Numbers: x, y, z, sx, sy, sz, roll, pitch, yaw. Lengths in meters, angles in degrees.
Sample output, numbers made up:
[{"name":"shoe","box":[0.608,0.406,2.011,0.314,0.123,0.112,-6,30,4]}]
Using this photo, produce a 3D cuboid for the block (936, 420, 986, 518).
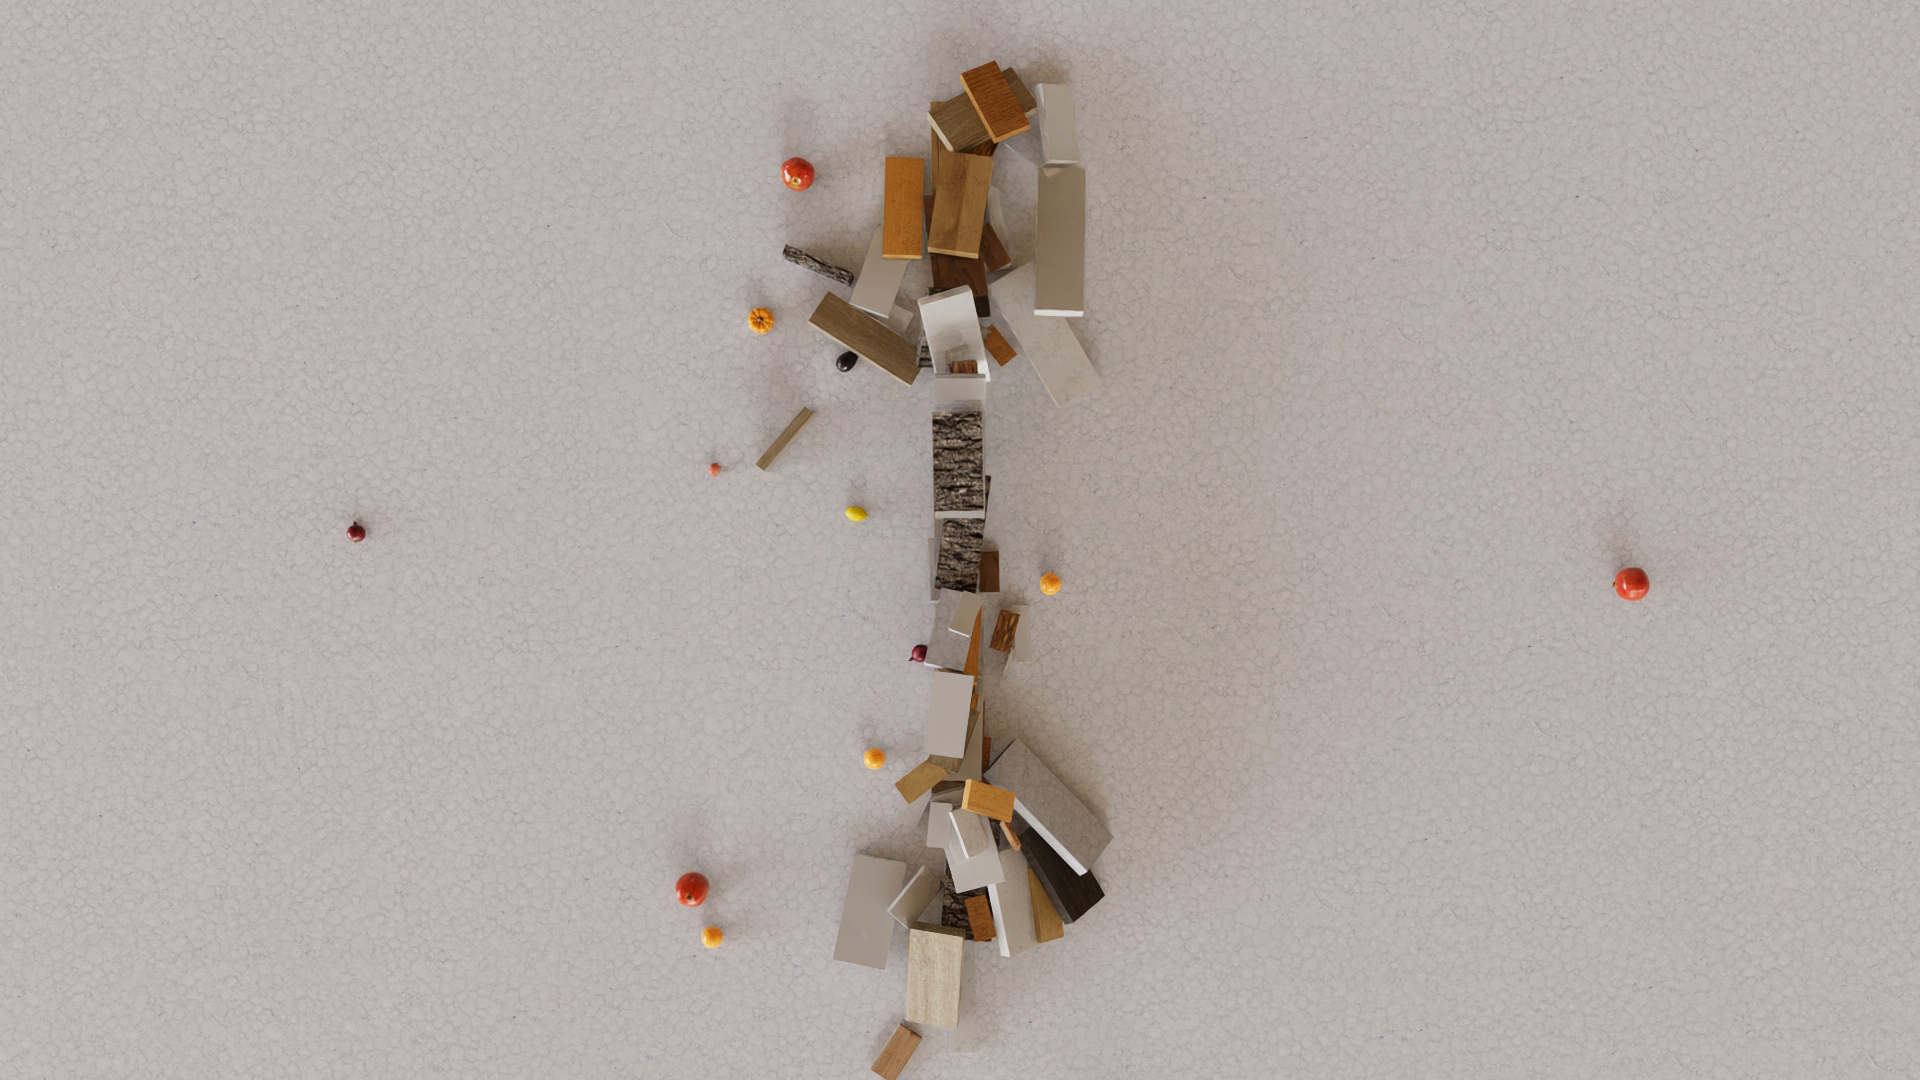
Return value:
[{"name":"block","box":[0.002,-0.228,5.271,0.157,0.044,0.314,0,93,0]}]

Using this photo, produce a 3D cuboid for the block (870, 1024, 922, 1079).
[{"name":"block","box":[-0.211,1.708,5.487,0.089,0.025,0.177,33,90,0]}]

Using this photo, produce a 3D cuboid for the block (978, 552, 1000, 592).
[{"name":"block","box":[0.097,0.106,5.490,0.067,0.019,0.135,-1,90,0]}]

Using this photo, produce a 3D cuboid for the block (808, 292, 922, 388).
[{"name":"block","box":[-0.301,-0.664,5.462,0.397,0.035,0.124,32,77,-2]}]

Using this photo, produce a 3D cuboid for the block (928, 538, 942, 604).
[{"name":"block","box":[-0.047,0.097,5.391,0.107,0.030,0.213,-3,72,-2]}]

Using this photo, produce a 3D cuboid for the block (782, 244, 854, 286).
[{"name":"block","box":[-0.467,-0.905,5.441,0.234,0.117,0.033,23,90,0]}]

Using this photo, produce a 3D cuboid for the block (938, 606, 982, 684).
[{"name":"block","box":[-0.001,0.332,5.281,0.126,0.036,0.253,4,72,0]}]

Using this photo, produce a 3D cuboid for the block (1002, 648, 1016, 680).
[{"name":"block","box":[0.161,0.412,5.474,0.015,0.053,0.105,18,90,0]}]

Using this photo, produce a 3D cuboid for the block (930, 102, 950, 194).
[{"name":"block","box":[-0.032,-1.121,5.483,0.117,0.033,0.667,-1,90,0]}]

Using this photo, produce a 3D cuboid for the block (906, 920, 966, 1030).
[{"name":"block","box":[-0.081,1.427,5.406,0.174,0.049,0.348,7,109,10]}]

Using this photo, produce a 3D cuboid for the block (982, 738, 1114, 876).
[{"name":"block","box":[0.291,0.876,5.426,0.459,0.049,0.174,46,51,0]}]

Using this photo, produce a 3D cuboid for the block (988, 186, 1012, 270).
[{"name":"block","box":[0.127,-1.026,5.438,0.035,0.124,0.248,-11,90,0]}]

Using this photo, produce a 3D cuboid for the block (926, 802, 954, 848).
[{"name":"block","box":[-0.064,0.909,5.255,0.071,0.020,0.141,4,80,8]}]

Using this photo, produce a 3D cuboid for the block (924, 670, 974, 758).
[{"name":"block","box":[-0.036,0.549,5.206,0.126,0.036,0.261,8,90,0]}]

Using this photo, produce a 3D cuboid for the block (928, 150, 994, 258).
[{"name":"block","box":[0.002,-1.086,5.339,0.165,0.047,0.330,8,81,3]}]

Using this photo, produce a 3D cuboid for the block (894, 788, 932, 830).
[{"name":"block","box":[-0.150,0.874,5.489,0.079,0.022,0.158,25,90,0]}]

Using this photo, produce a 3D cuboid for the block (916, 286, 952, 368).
[{"name":"block","box":[-0.059,-0.693,5.386,0.134,0.038,0.268,-1,122,-18]}]

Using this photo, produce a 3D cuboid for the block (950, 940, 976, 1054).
[{"name":"block","box":[0.004,1.331,5.487,0.089,0.025,0.744,-1,90,0]}]

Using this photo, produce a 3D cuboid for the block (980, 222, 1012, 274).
[{"name":"block","box":[0.097,-0.950,5.361,0.074,0.021,0.148,-30,91,-4]}]

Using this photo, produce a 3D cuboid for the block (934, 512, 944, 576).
[{"name":"block","box":[-0.032,0.011,5.387,0.107,0.030,0.213,1,72,0]}]

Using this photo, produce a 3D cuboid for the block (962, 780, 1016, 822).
[{"name":"block","box":[0.092,0.835,5.277,0.189,0.027,0.095,23,68,-35]}]

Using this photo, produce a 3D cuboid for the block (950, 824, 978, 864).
[{"name":"block","box":[-0.005,0.960,5.278,0.071,0.020,0.145,-24,93,2]}]

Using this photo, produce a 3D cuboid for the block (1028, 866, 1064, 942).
[{"name":"block","box":[0.282,1.193,5.429,0.094,0.027,0.244,-6,87,-36]}]

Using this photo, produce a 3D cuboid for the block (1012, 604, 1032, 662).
[{"name":"block","box":[0.207,0.310,5.493,0.053,0.015,0.186,-4,90,0]}]

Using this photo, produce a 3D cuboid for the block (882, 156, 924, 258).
[{"name":"block","box":[-0.188,-1.099,5.457,0.126,0.036,0.333,1,82,-3]}]

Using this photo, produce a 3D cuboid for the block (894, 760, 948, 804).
[{"name":"block","box":[-0.122,0.763,5.259,0.158,0.022,0.079,-37,77,0]}]

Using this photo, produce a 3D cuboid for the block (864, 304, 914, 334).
[{"name":"block","box":[-0.236,-0.752,5.490,0.148,0.021,0.074,27,90,0]}]

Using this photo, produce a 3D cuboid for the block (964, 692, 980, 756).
[{"name":"block","box":[-0.012,0.584,5.286,0.103,0.029,0.207,14,80,1]}]

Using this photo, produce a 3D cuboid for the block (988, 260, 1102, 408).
[{"name":"block","box":[0.280,-0.680,5.460,0.165,0.047,0.463,-31,93,-3]}]

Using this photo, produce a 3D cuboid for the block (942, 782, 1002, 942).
[{"name":"block","box":[0.040,1.051,5.440,0.167,0.047,0.520,5,83,1]}]

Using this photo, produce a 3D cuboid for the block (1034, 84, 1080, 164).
[{"name":"block","box":[0.323,-1.374,5.448,0.126,0.036,0.253,-7,90,-37]}]

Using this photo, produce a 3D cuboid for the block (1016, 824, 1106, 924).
[{"name":"block","box":[0.328,1.074,5.429,0.167,0.047,0.335,-30,90,-39]}]

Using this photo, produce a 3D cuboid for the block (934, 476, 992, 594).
[{"name":"block","box":[0.009,-0.026,5.321,0.134,0.038,0.383,8,90,-1]}]

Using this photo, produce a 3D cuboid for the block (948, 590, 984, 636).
[{"name":"block","box":[0.020,0.234,5.247,0.068,0.019,0.135,20,73,5]}]
